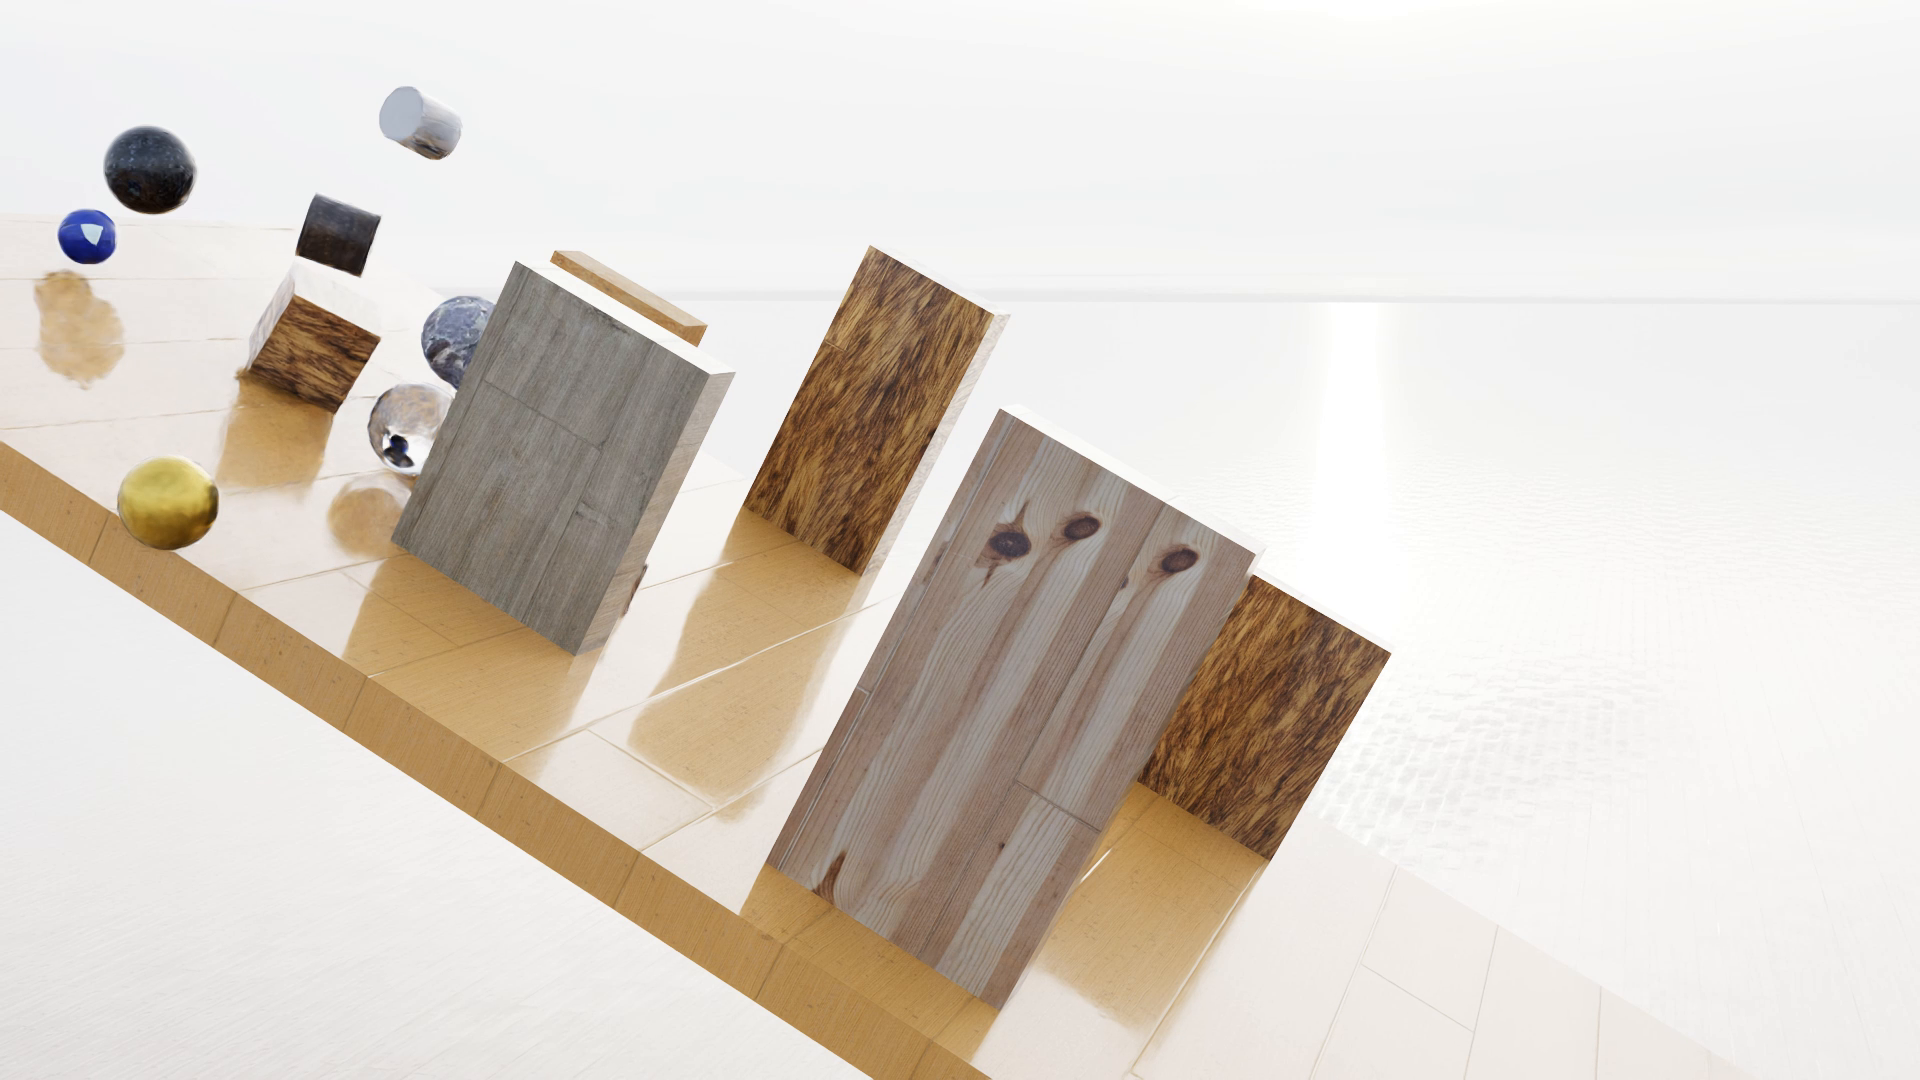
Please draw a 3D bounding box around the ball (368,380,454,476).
[{"bbox_3d":[-1.012,-0.208,4.095,0.177,0.177,0.177,0,7,0],"label":"ball"}]

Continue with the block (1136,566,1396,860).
[{"bbox_3d":[0.589,0.336,4.498,0.398,0.500,0.083,30,14,12],"label":"block"}]

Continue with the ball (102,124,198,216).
[{"bbox_3d":[-1.642,-0.751,4.461,0.184,0.184,0.184,0,7,0],"label":"ball"}]

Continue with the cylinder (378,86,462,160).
[{"bbox_3d":[-1.064,-0.823,4.340,0.114,0.114,0.114,4,-9,28],"label":"cylinder"}]

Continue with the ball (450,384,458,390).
[{"bbox_3d":[-1.003,-0.386,4.696,0.199,0.199,0.199,0,7,0],"label":"ball"}]

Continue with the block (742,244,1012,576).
[{"bbox_3d":[-0.190,-0.292,4.951,0.326,0.664,0.134,30,14,12],"label":"block"}]

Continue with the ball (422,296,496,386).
[{"bbox_3d":[-0.986,-0.398,4.410,0.185,0.185,0.185,0,7,0],"label":"ball"}]

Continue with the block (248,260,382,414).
[{"bbox_3d":[-1.254,-0.394,4.275,0.182,0.182,0.182,28,16,-27],"label":"block"}]

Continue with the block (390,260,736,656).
[{"bbox_3d":[-0.681,-0.142,3.755,0.396,0.545,0.112,30,14,12],"label":"block"}]

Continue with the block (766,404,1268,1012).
[{"bbox_3d":[0.074,0.249,3.257,0.423,0.790,0.103,30,14,12],"label":"block"}]

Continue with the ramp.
[{"bbox_3d":[-0.219,0.364,4.146,4.000,0.100,2.000,30,14,12],"label":"ramp"}]

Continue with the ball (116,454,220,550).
[{"bbox_3d":[-1.197,-0.057,3.326,0.146,0.146,0.146,0,7,0],"label":"ball"}]

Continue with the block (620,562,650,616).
[{"bbox_3d":[-0.653,0.064,3.977,0.107,0.107,0.107,34,15,23],"label":"block"}]

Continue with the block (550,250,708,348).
[{"bbox_3d":[-0.749,-0.304,4.397,0.314,0.452,0.111,30,14,12],"label":"block"}]

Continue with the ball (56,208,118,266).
[{"bbox_3d":[-1.709,-0.595,4.311,0.113,0.113,0.113,0,7,0],"label":"ball"}]

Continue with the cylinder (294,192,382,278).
[{"bbox_3d":[-1.325,-0.651,4.694,0.144,0.144,0.144,19,2,-14],"label":"cylinder"}]
